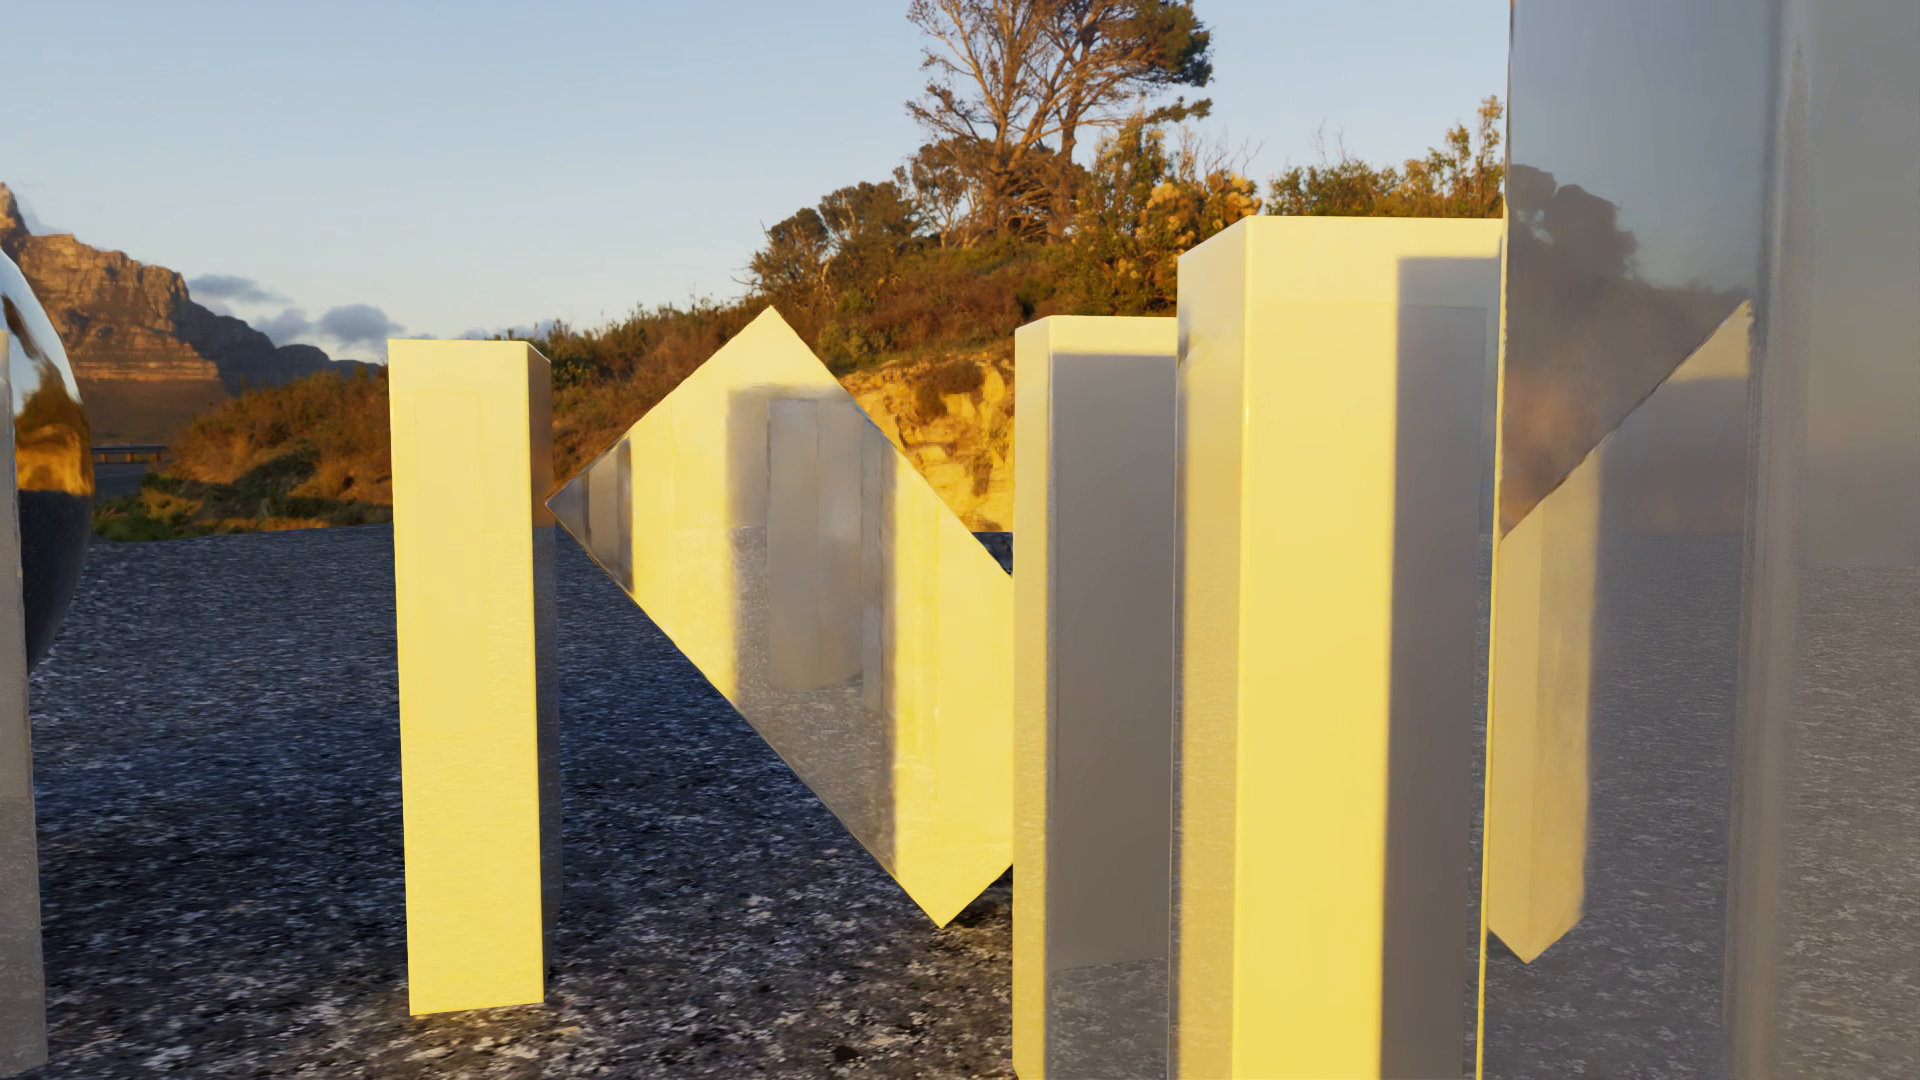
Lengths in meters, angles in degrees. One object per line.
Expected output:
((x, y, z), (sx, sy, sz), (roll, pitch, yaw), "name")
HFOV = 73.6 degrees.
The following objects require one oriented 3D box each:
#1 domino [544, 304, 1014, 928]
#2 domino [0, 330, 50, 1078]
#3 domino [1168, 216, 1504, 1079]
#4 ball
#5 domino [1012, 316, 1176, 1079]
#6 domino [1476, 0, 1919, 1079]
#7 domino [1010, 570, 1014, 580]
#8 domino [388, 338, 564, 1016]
((-0.009, 0.007, 0.115), (0.025, 0.050, 0.010), (-42, 8, -2), "domino")
((-0.075, 0.011, 0.091), (0.025, 0.050, 0.010), (4, 6, 40), "domino")
((0.022, 0.014, 0.050), (0.025, 0.050, 0.009), (0, 4, -4), "domino")
((-0.126, -0.006, 0.116), (0.080, 0.080, 0.080), (0, 4, 0), "ball")
((0.017, 0.011, 0.084), (0.025, 0.050, 0.009), (-1, 4, -10), "domino")
((0.020, 0.016, 0.016), (0.025, 0.050, 0.009), (1, 4, 9), "domino")
((0.029, 0.015, 0.121), (0.050, 0.009, 0.025), (34, 1, -9), "domino")
((-0.039, 0.010, 0.107), (0.010, 0.050, 0.025), (-1, 4, -14), "domino")
